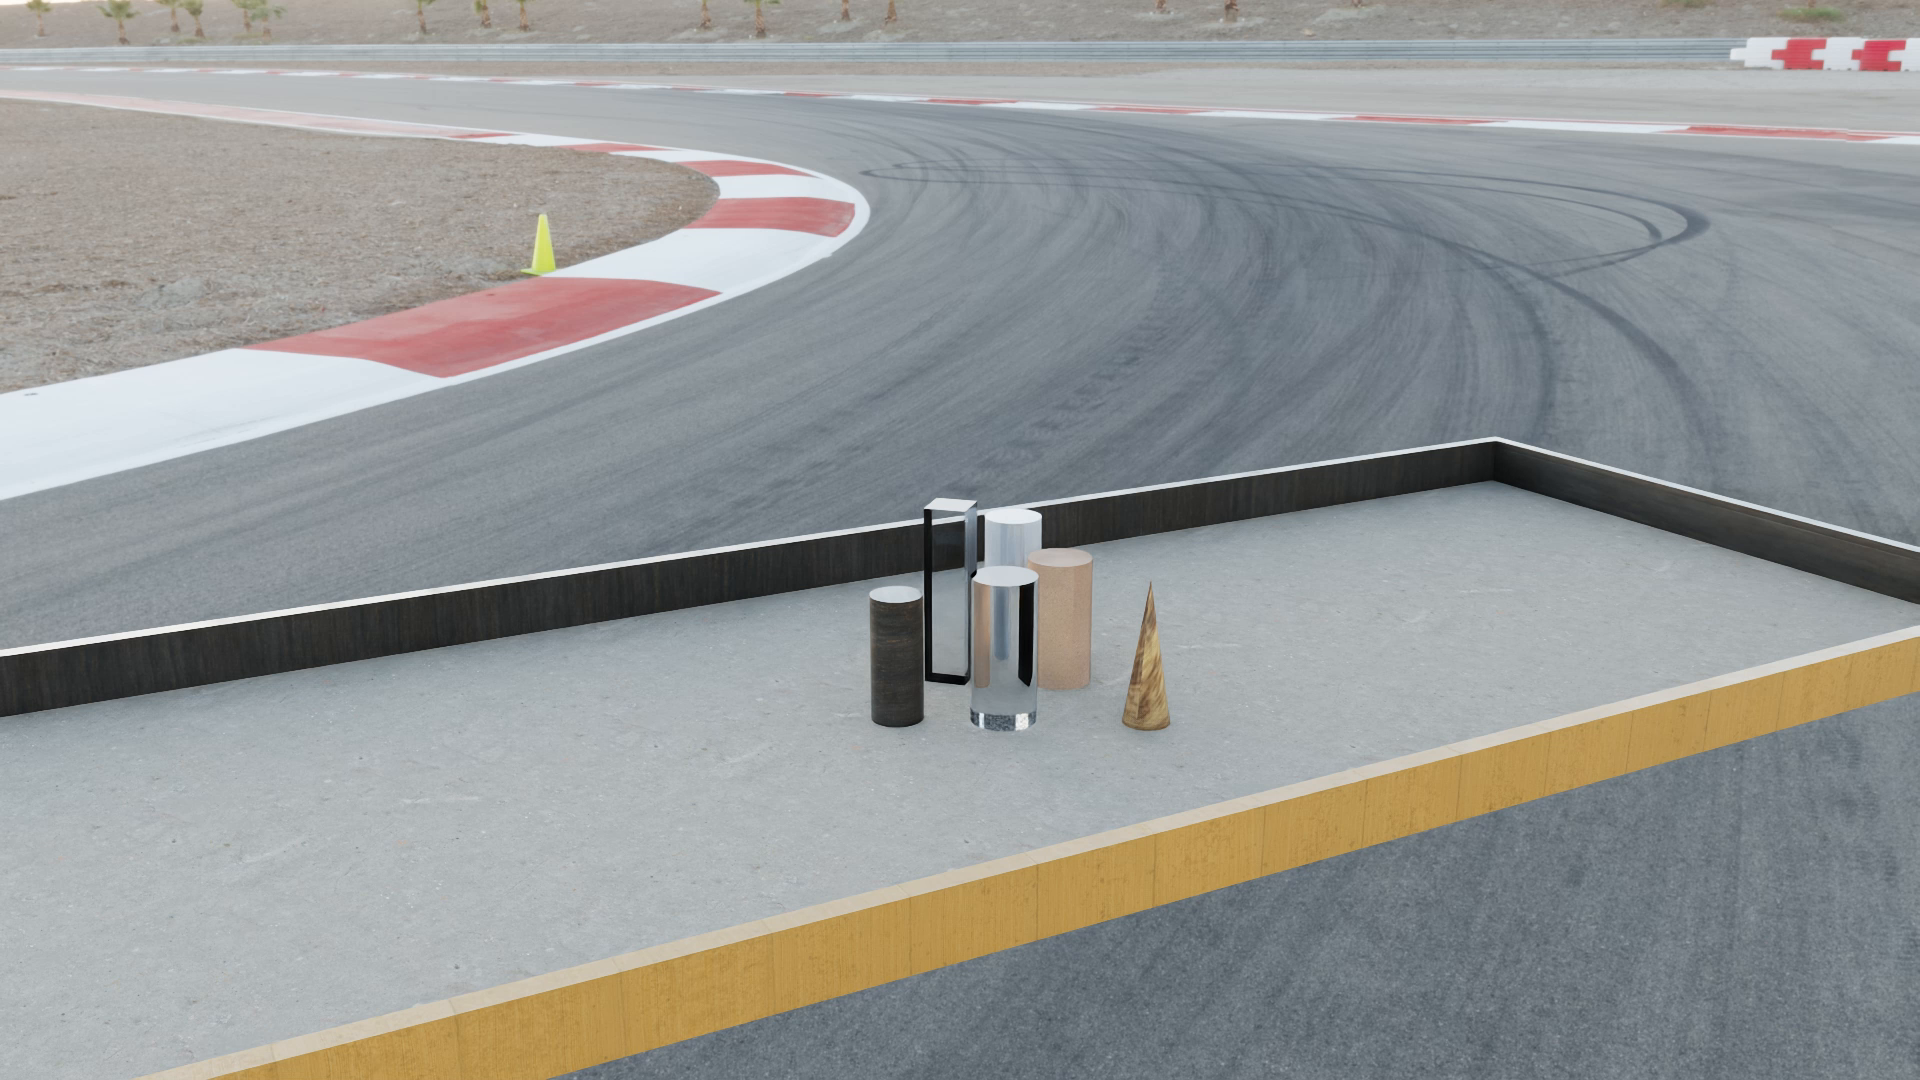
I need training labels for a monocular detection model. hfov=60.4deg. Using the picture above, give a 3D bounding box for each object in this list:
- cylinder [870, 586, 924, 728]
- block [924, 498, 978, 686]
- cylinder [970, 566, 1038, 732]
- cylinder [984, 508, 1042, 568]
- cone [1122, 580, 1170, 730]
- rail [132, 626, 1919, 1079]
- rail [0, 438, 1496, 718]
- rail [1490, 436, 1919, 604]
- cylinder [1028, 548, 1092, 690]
[{"bbox_3d":[-0.148,0.274,3.877,0.125,0.308,0.125,0,16,0],"label":"cylinder"},{"bbox_3d":[-0.023,0.129,4.117,0.105,0.450,0.105,5,17,16],"label":"block"},{"bbox_3d":[0.103,0.253,3.864,0.158,0.355,0.158,0,16,0],"label":"cylinder"},{"bbox_3d":[0.140,0.107,4.367,0.150,0.353,0.150,0,16,0],"label":"cylinder"},{"bbox_3d":[0.440,0.259,3.847,0.114,0.353,0.114,0,16,0],"label":"cone"},{"bbox_3d":[-2.336,1.006,1.665,12.000,0.150,0.050,-9,18,-27],"label":"rail"},{"bbox_3d":[-3.305,0.497,3.399,12.000,0.150,0.050,-9,18,-27],"label":"rail"},{"bbox_3d":[2.466,-0.048,5.253,0.050,0.150,2.100,-9,18,-27],"label":"rail"},{"bbox_3d":[0.248,0.196,4.120,0.161,0.320,0.161,0,16,0],"label":"cylinder"}]
